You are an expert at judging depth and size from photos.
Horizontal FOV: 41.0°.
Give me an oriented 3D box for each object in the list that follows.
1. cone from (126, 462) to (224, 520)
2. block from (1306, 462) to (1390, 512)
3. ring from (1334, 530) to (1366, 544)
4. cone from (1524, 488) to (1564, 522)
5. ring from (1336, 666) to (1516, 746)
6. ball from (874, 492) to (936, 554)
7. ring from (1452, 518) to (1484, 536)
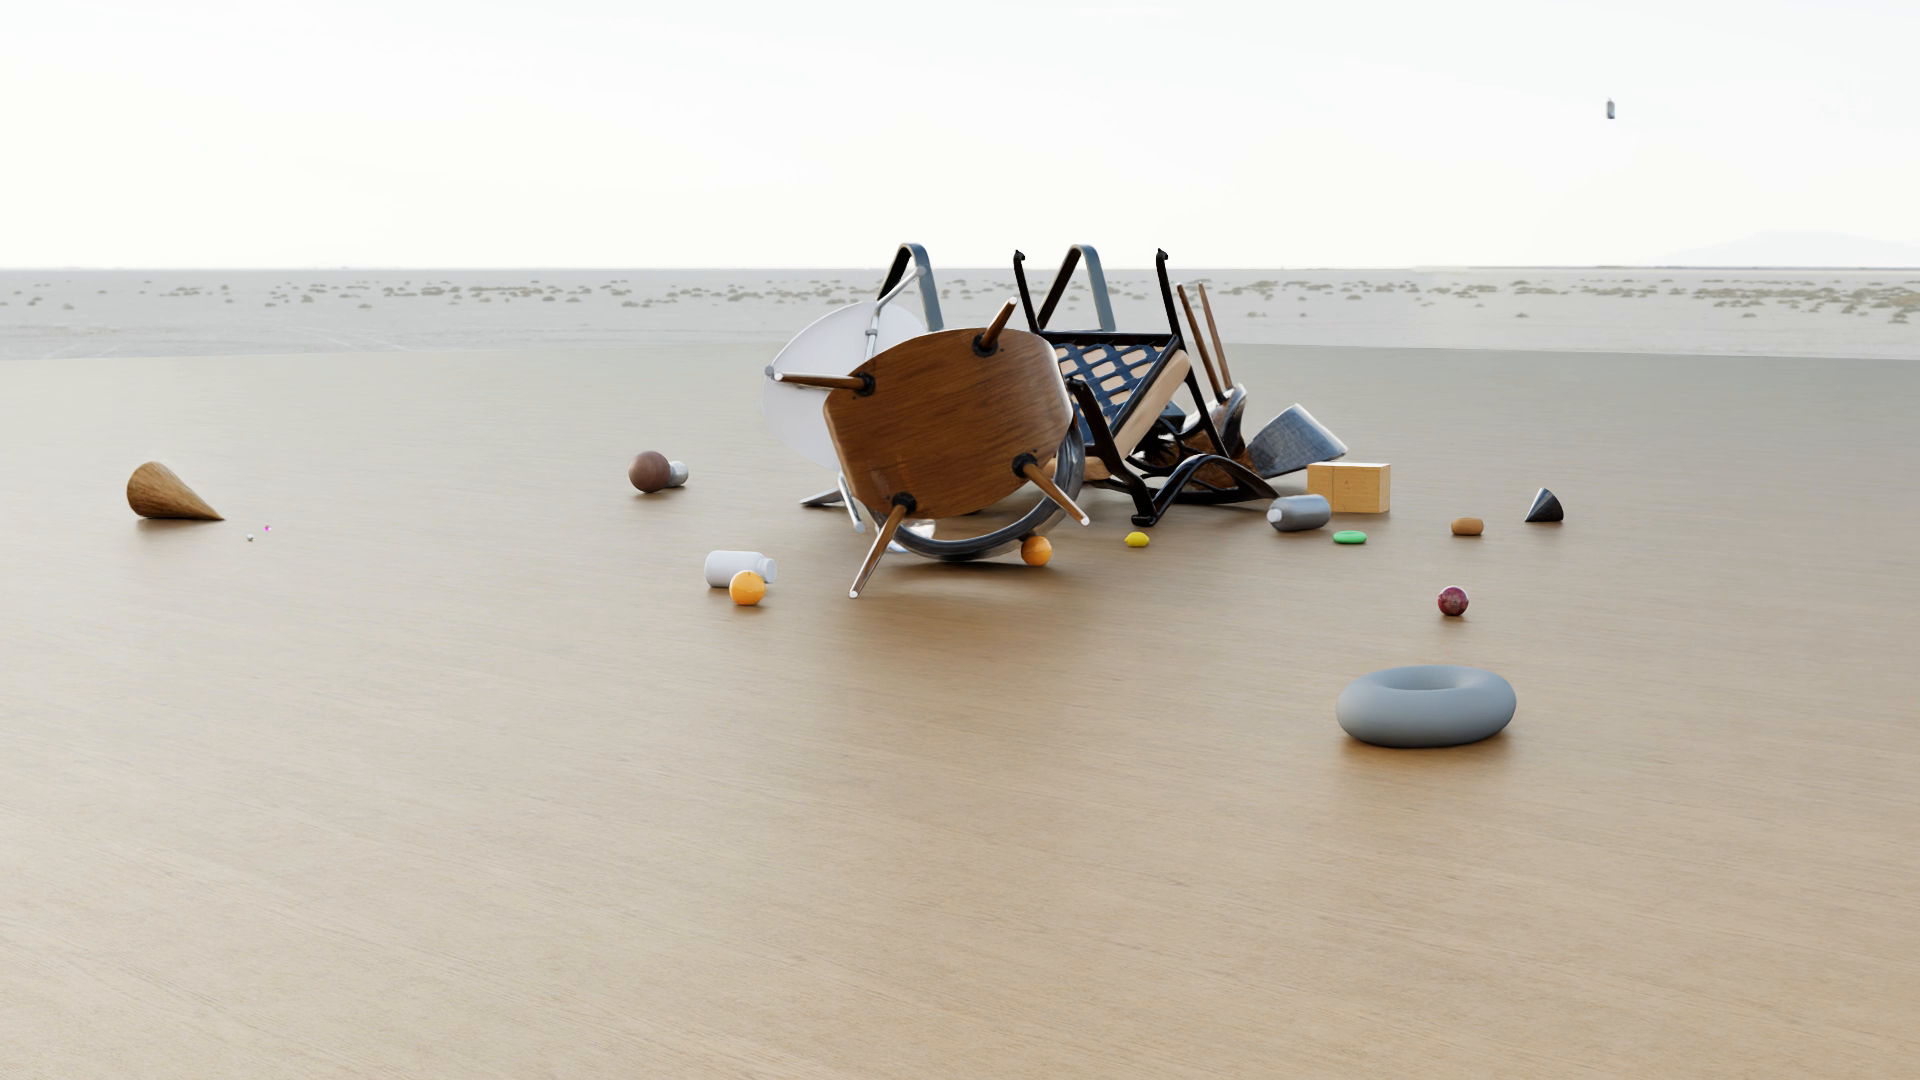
[{"bbox_3d":[-2.093,-0.096,6.958,0.249,0.153,0.228,21,-11,15],"label":"cone"},{"bbox_3d":[1.096,-0.149,7.229,0.209,0.129,0.112,3,6,25],"label":"block"},{"bbox_3d":[0.967,-0.006,6.363,0.082,0.023,0.136,3,7,17],"label":"ring"},{"bbox_3d":[1.552,-0.072,6.892,0.094,0.103,0.096,-32,6,-14],"label":"cone"},{"bbox_3d":[0.674,0.239,3.708,0.233,0.080,0.349,5,9,35],"label":"ring"},{"bbox_3d":[-0.130,-0.041,6.107,0.144,0.144,0.144,0,6,0],"label":"ball"},{"bbox_3d":[1.295,-0.035,6.545,0.080,0.042,0.087,-4,5,-22],"label":"ring"}]
